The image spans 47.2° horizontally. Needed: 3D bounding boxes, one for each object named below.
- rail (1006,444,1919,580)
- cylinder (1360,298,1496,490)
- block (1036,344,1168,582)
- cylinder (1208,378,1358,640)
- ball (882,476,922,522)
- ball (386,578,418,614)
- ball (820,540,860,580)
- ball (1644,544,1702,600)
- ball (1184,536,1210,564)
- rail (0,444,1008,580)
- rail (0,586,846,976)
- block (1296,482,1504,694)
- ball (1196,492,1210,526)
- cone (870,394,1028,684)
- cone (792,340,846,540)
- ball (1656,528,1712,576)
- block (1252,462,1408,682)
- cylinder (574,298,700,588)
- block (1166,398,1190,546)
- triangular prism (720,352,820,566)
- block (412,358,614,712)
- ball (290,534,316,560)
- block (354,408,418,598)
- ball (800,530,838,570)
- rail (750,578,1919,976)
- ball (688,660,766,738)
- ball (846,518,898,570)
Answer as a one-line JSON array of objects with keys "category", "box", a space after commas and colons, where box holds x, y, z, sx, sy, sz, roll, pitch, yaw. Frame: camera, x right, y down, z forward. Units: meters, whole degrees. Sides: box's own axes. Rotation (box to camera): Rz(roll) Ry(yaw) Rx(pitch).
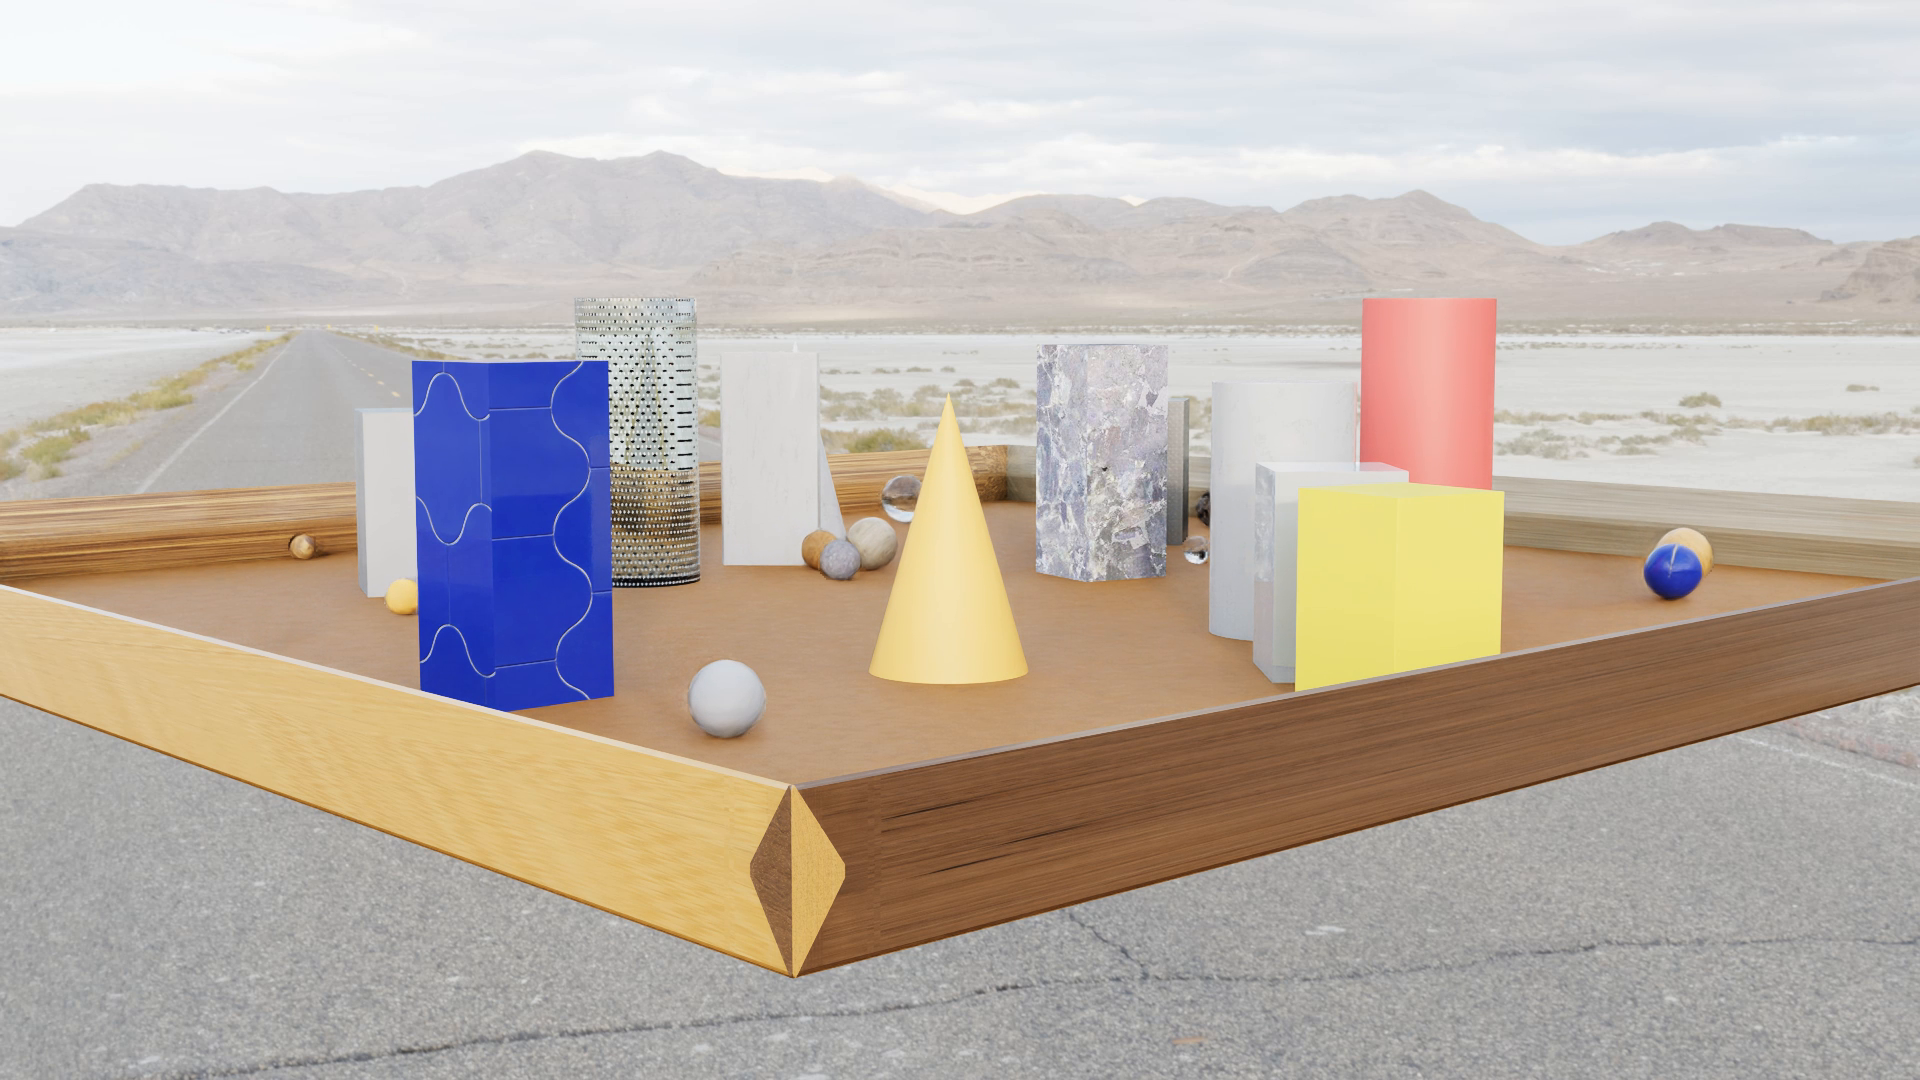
[{"category": "rail", "box": [0.979, -0.060, 4.230, 0.045, 0.129, 2.608, -5, 8, -42]}, {"category": "cylinder", "box": [0.709, -0.135, 3.345, 0.199, 0.463, 0.199, 0, 6, 0]}, {"category": "block", "box": [0.238, -0.135, 3.712, 0.159, 0.388, 0.159, -3, 7, -29]}, {"category": "cylinder", "box": [0.446, -0.045, 3.044, 0.199, 0.348, 0.199, 0, 6, 0]}, {"category": "ball", "box": [-0.117, -0.087, 4.649, 0.098, 0.098, 0.098, 0, 6, 0]}, {"category": "ball", "box": [-0.817, 0.083, 3.232, 0.053, 0.053, 0.053, 0, 6, 0]}, {"category": "ball", "box": [-0.199, 0.033, 3.641, 0.068, 0.068, 0.068, 0, 6, 0]}, {"category": "ball", "box": [1.103, 0.049, 3.404, 0.086, 0.086, 0.086, 0, 6, 0]}, {"category": "ball", "box": [0.419, 0.018, 3.880, 0.049, 0.049, 0.049, 0, 6, 0]}, {"category": "rail", "box": [-0.868, -0.064, 4.268, 2.711, 0.129, 0.045, -5, 8, -42]}, {"category": "rail", "box": [-0.979, 0.127, 2.433, 0.045, 0.129, 2.608, -5, 8, -42]}, {"category": "block", "box": [0.491, 0.066, 2.465, 0.159, 0.246, 0.159, -4, 7, -32]}, {"category": "ball", "box": [0.526, -0.064, 4.547, 0.074, 0.074, 0.074, 0, 6, 0]}, {"category": "cone", "box": [-0.014, -0.010, 2.716, 0.199, 0.345, 0.199, 0, 6, 0]}, {"category": "cone", "box": [-0.311, -0.188, 4.184, 0.199, 0.395, 0.199, 0, 6, 0]}, {"category": "ball", "box": [1.186, 0.026, 3.605, 0.091, 0.091, 0.091, 0, 6, 0]}, {"category": "block", "box": [0.454, 0.037, 2.709, 0.159, 0.254, 0.159, 0, 6, -1]}, {"category": "cylinder", "box": [-0.530, -0.164, 3.620, 0.199, 0.465, 0.199, 0, 6, 0]}, {"category": "block", "box": [0.359, -0.135, 4.266, 0.159, 0.274, 0.159, 1, 6, 10]}, {"category": "triangular prism", "box": [-0.329, -0.149, 3.921, 0.172, 0.372, 0.149, 0, 6, 2]}, {"category": "block", "box": [-0.514, -0.012, 2.532, 0.159, 0.388, 0.159, -6, 8, -44]}, {"category": "ball", "box": [-1.180, 0.013, 3.949, 0.045, 0.045, 0.045, 0, 6, 0]}, {"category": "block", "box": [-0.876, -0.064, 3.515, 0.159, 0.288, 0.159, -2, 6, -20]}, {"category": "ball", "box": [-0.240, 0.017, 3.793, 0.068, 0.068, 0.068, 0, 6, 0]}, {"category": "rail", "box": [0.868, 0.131, 2.396, 2.711, 0.129, 0.045, -5, 8, -42]}, {"category": "ball", "box": [-0.245, 0.166, 2.304, 0.081, 0.081, 0.081, 0, 6, 0]}, {"category": "ball", "box": [-0.152, 0.006, 3.791, 0.091, 0.091, 0.091, 0, 6, 0]}]
